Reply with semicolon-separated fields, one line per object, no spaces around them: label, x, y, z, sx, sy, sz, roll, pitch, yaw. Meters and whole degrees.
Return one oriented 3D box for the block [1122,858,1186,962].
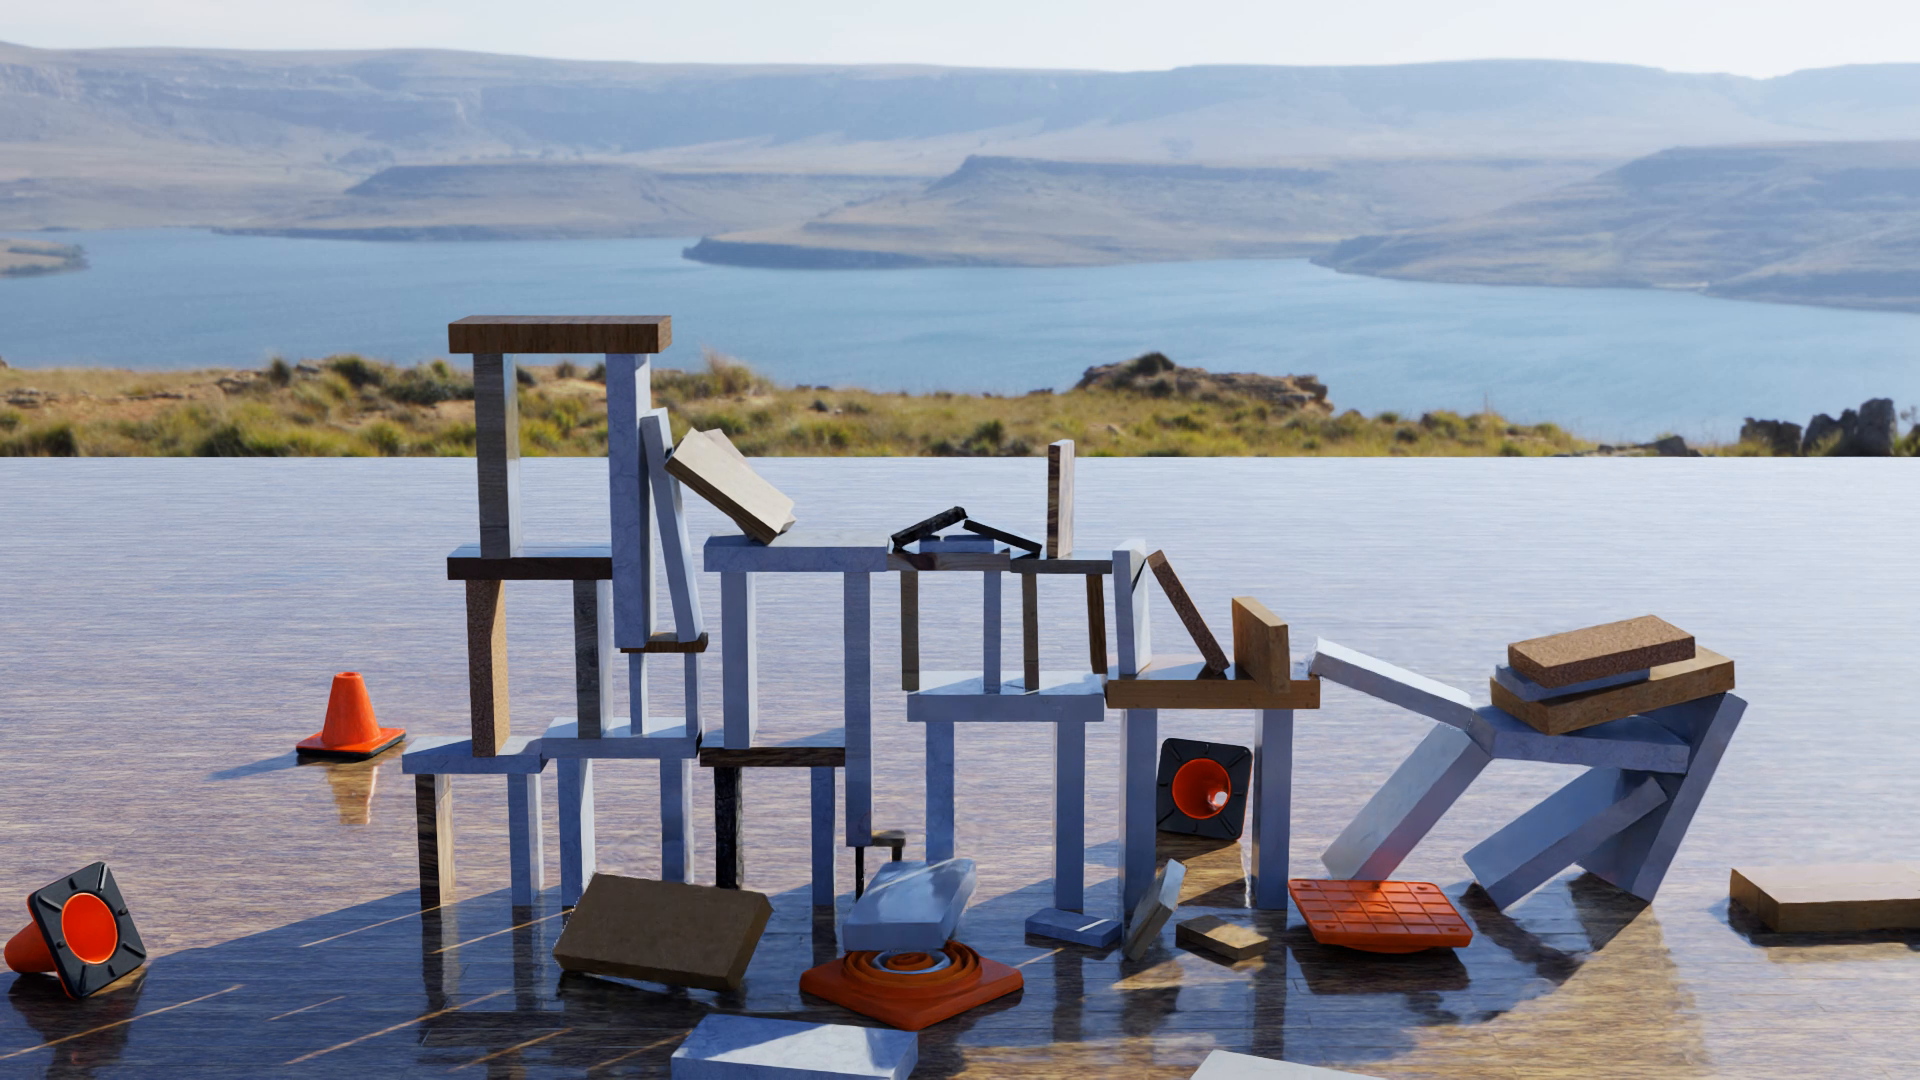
block;0.305;0.579;3.451;0.029;0.102;0.203;34;15;4

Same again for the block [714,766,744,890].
block;-0.383;0.474;3.650;0.033;0.236;0.118;0;11;0

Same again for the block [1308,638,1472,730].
block;0.701;0.233;3.590;0.262;0.037;0.131;21;10;7

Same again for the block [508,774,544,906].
block;-0.720;0.480;3.648;0.032;0.224;0.112;0;11;0

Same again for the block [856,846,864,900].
block;-0.166;0.546;3.657;0.013;0.092;0.046;0;11;0

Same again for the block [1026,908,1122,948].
block;0.180;0.614;3.487;0.138;0.020;0.069;6;12;31

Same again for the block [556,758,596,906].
block;-0.636;0.466;3.651;0.035;0.250;0.125;0;11;0

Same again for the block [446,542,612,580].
block;-0.685;0.034;3.565;0.262;0.037;0.131;0;11;0

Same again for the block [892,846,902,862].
block;-0.105;0.546;3.657;0.013;0.092;0.046;0;11;0

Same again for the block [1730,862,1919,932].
block;1.463;0.580;3.586;0.349;0.049;0.175;-1;11;-5

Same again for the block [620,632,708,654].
block;-0.482;0.167;3.589;0.135;0.019;0.067;0;11;0

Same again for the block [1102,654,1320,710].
block;0.407;0.232;3.603;0.340;0.048;0.170;0;11;0

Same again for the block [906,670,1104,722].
block;0.073;0.256;3.610;0.317;0.045;0.158;0;11;0

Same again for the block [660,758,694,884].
block;-0.469;0.466;3.651;0.035;0.250;0.125;0;11;0

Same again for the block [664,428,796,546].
block;-0.368;-0.087;3.524;0.207;0.029;0.104;36;30;-9

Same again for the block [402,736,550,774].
block;-0.794;0.354;3.625;0.224;0.032;0.112;0;11;0

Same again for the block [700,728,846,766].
block;-0.305;0.341;3.625;0.236;0.033;0.118;0;11;0

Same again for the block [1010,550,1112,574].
block;0.163;0.035;3.566;0.164;0.023;0.082;1;11;1

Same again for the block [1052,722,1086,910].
block;0.179;0.434;3.643;0.045;0.317;0.158;0;11;0

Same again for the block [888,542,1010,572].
block;-0.017;0.027;3.564;0.197;0.028;0.099;0;11;1

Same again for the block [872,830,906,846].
block;-0.136;0.494;3.648;0.092;0.013;0.046;0;11;0

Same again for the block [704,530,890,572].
block;-0.262;0.017;3.568;0.292;0.041;0.146;0;11;0

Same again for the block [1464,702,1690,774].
block;1.008;0.324;3.614;0.325;0.046;0.162;5;12;-6

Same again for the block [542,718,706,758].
block;-0.553;0.326;3.625;0.250;0.035;0.125;0;11;0

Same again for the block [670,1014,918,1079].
block;-0.221;0.699;2.964;0.301;0.043;0.150;2;11;12

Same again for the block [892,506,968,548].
block;-0.050;-0.022;3.565;0.120;0.017;0.060;-24;8;-9

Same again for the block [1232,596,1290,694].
block;0.481;0.166;3.521;0.031;0.109;0.219;-5;11;-7

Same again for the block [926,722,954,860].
block;-0.032;0.433;3.645;0.045;0.317;0.158;0;11;0

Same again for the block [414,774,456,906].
block;-0.870;0.480;3.647;0.032;0.224;0.112;0;11;0

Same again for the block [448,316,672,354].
block;-0.632;-0.328;3.498;0.326;0.046;0.163;0;11;0

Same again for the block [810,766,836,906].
block;-0.226;0.474;3.650;0.033;0.236;0.118;0;11;0
